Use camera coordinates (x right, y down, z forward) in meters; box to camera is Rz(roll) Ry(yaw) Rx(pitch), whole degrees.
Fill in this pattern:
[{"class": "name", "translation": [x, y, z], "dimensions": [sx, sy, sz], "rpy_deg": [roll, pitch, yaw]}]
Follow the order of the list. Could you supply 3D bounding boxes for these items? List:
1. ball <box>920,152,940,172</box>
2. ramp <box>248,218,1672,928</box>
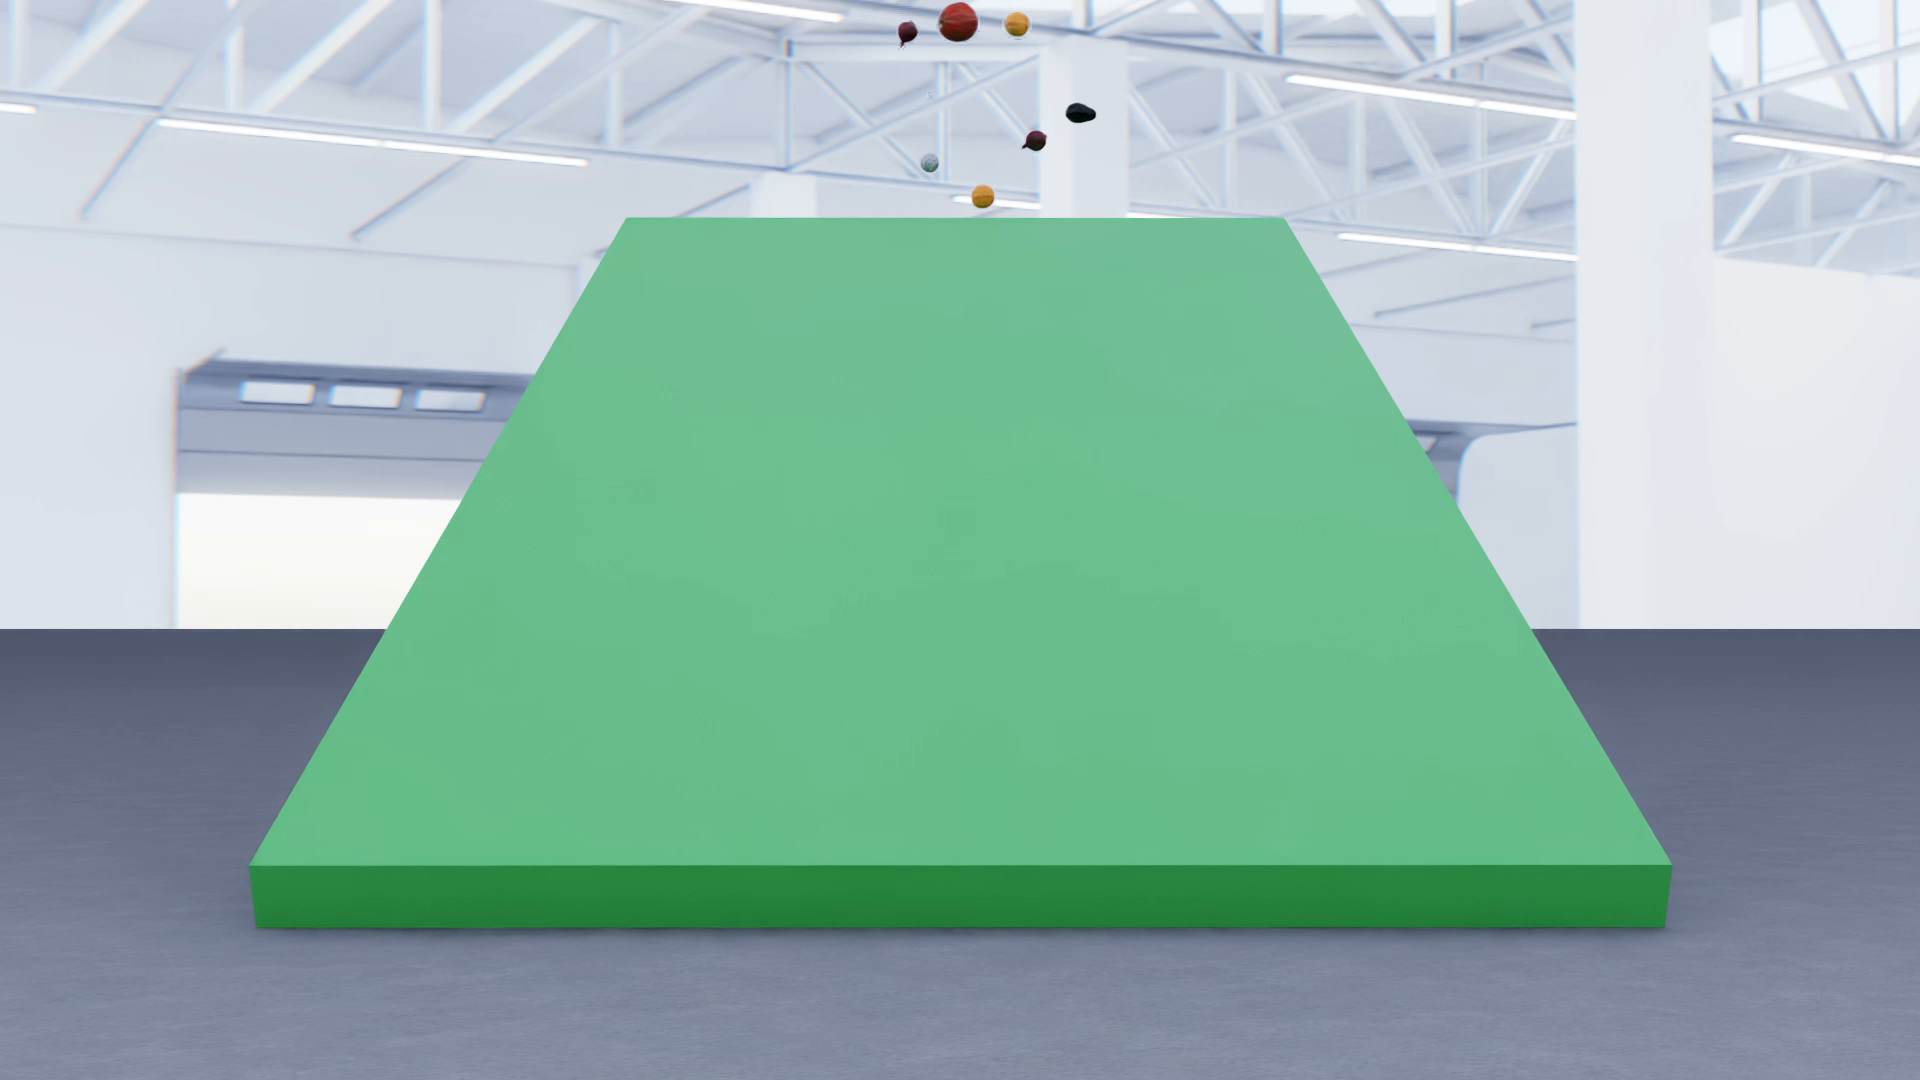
[{"class": "ball", "translation": [-0.090, -1.120, 6.772], "dimensions": [0.057, 0.057, 0.057], "rpy_deg": [0, -2, 0]}, {"class": "ramp", "translation": [-0.006, -0.215, 5.090], "dimensions": [2.000, 0.100, 4.000], "rpy_deg": [0, 21, 0]}]
